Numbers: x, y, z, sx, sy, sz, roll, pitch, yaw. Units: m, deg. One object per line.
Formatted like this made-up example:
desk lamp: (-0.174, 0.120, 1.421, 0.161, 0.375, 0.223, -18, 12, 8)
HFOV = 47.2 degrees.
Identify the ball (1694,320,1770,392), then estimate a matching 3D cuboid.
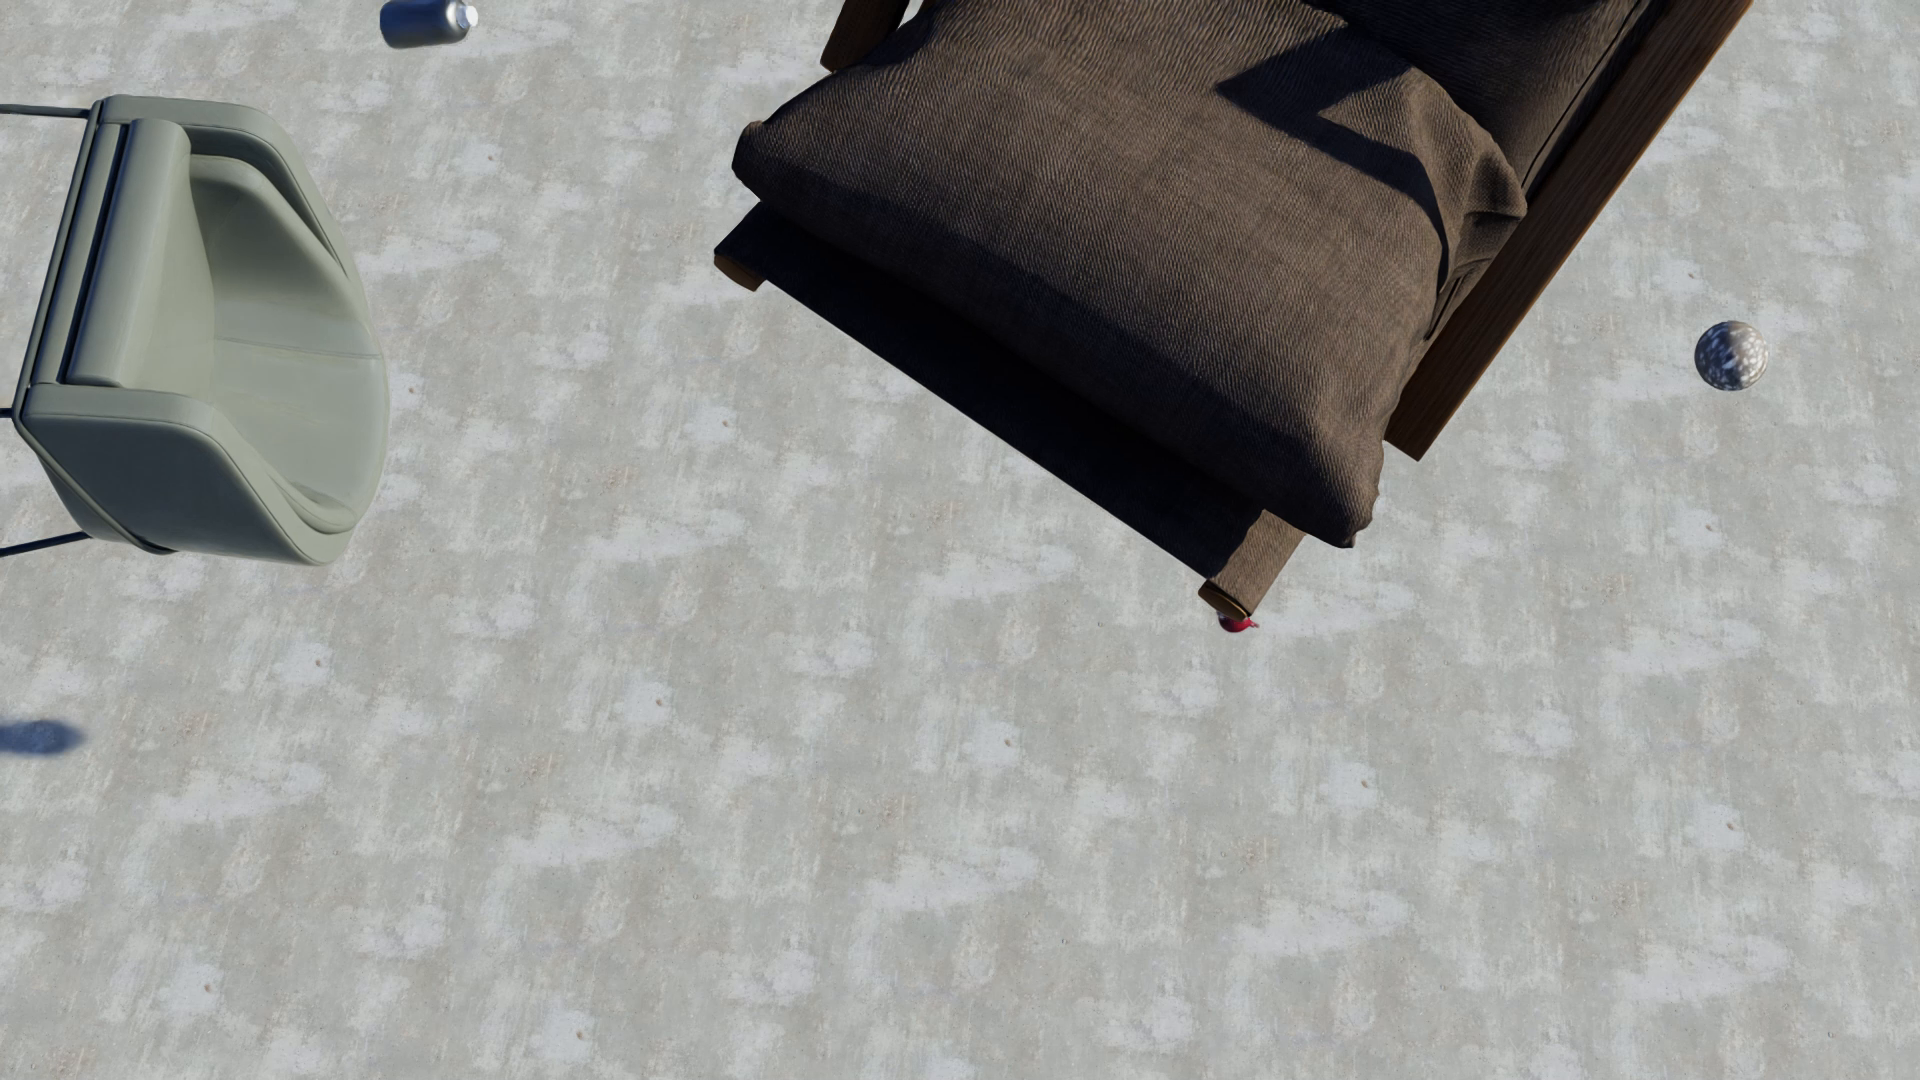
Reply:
ball: (1.468, -0.350, 4.185, 0.134, 0.134, 0.134, 0, 56, 0)
